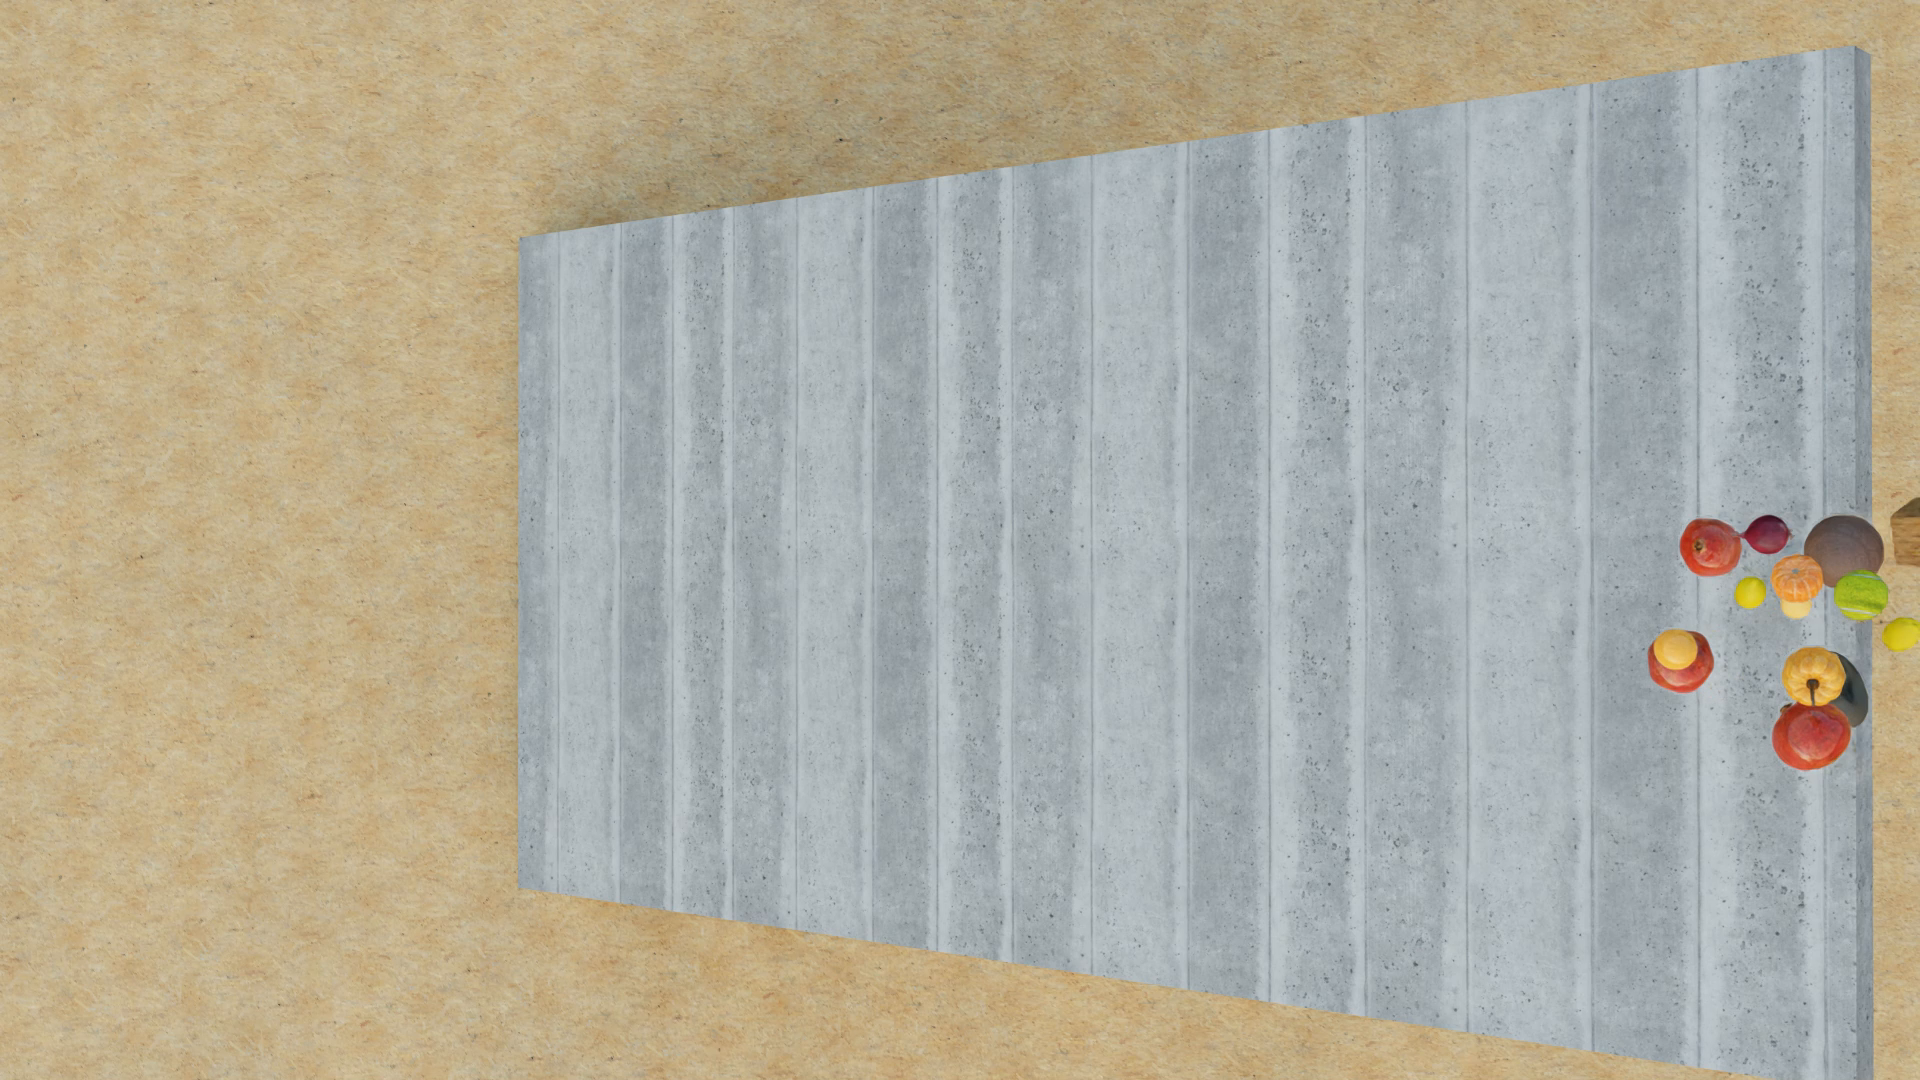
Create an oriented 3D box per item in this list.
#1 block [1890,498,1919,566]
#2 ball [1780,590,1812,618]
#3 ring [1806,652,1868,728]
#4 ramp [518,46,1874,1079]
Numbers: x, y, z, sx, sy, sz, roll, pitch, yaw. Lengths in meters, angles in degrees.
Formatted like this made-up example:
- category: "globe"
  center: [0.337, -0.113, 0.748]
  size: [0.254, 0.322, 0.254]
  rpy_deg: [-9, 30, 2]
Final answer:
- category: "block"
  center: [1.660, -0.012, 3.761]
  size: [0.090, 0.090, 0.090]
  rpy_deg: [-27, 110, -36]
- category: "ball"
  center: [1.479, 0.114, 3.890]
  size: [0.051, 0.051, 0.051]
  rpy_deg: [0, 90, 0]
- category: "ring"
  center: [1.463, 0.249, 3.667]
  size: [0.045, 0.135, 0.135]
  rpy_deg: [-33, 90, 44]
- category: "ramp"
  center: [0.208, 0.061, 5.524]
  size: [4.000, 0.100, 2.000]
  rpy_deg: [0, 90, 40]
